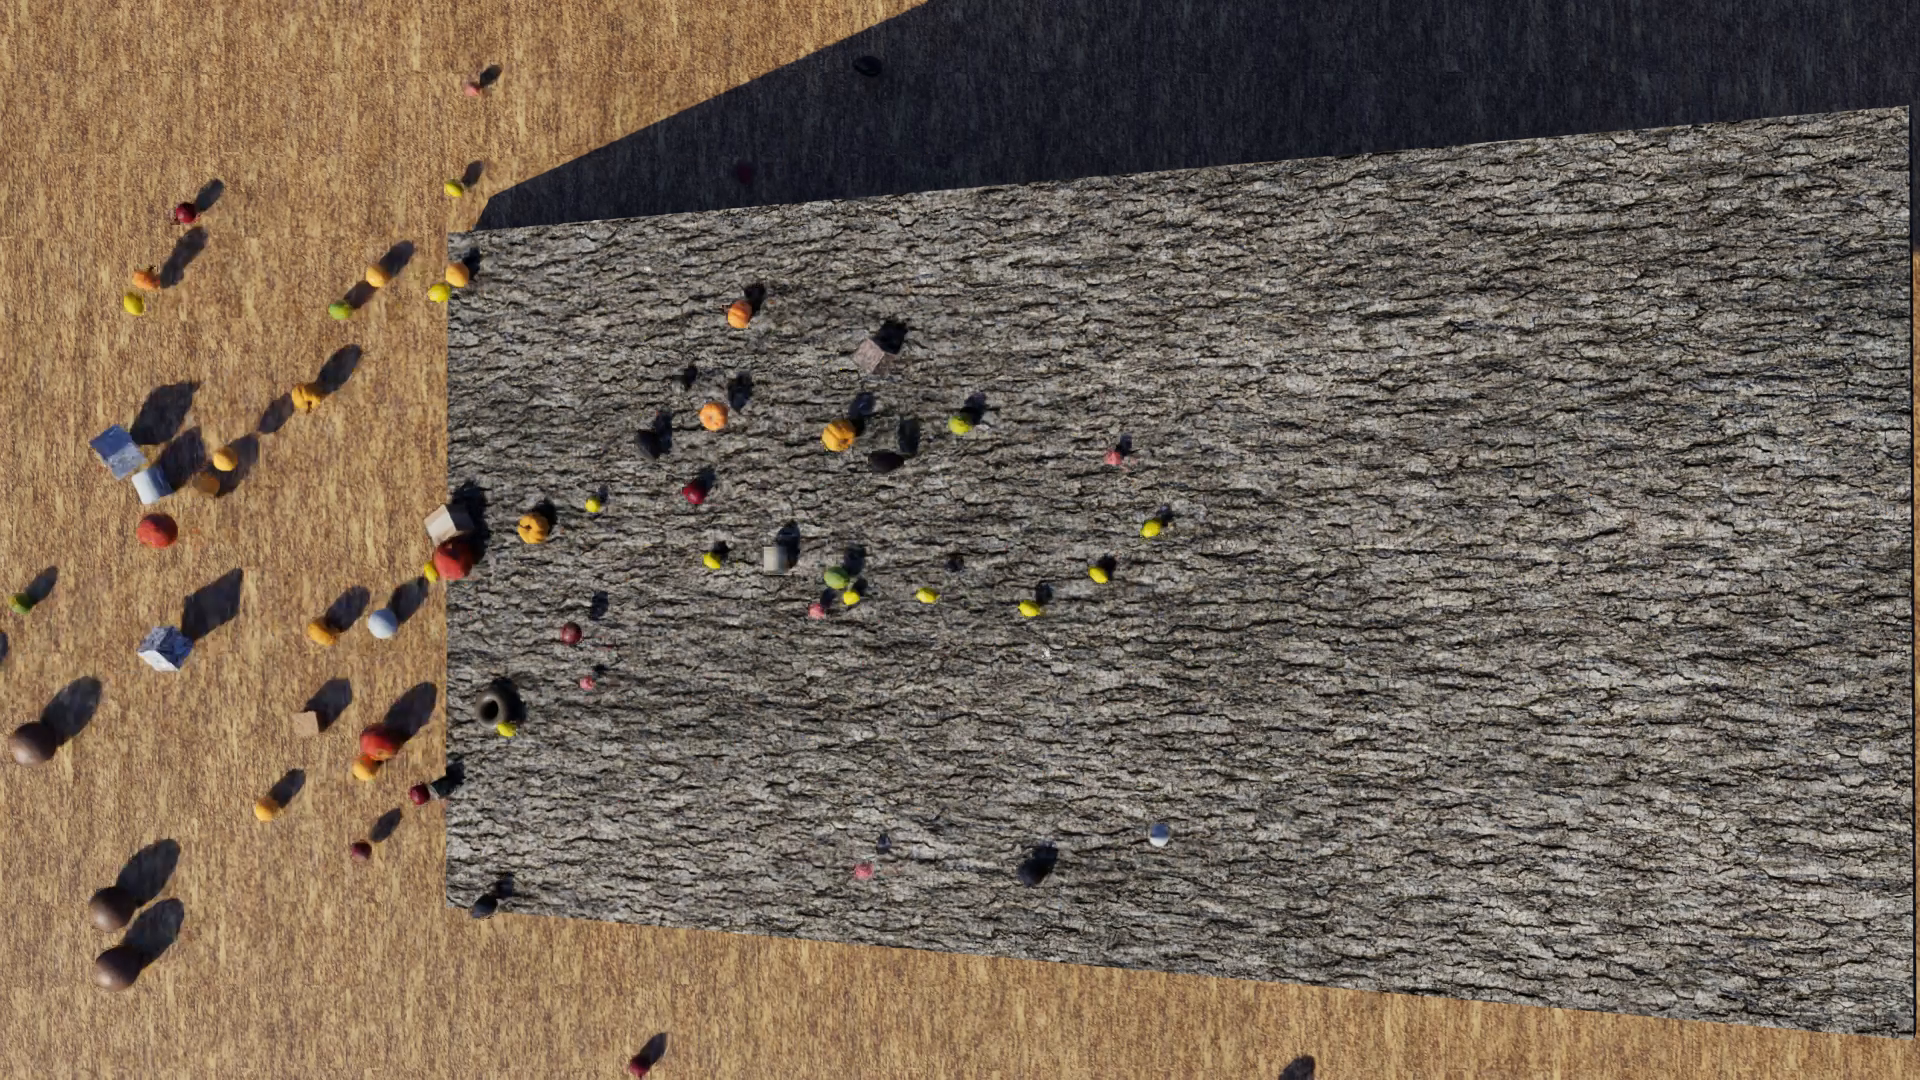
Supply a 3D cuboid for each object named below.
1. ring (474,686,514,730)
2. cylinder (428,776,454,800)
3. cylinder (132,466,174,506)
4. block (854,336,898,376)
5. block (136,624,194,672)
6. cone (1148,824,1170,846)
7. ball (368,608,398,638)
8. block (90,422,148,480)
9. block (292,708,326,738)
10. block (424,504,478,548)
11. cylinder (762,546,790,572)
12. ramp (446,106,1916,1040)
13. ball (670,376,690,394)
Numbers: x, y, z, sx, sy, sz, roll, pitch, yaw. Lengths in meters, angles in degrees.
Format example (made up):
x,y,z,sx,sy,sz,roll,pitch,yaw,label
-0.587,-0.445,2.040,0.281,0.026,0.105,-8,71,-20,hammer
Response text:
x,y,z,sx,sy,sz,roll,pitch,yaw,label
-1.360,0.492,6.418,0.130,0.043,0.130,-1,87,27,ring
-1.530,0.732,6.476,0.054,0.054,0.054,-24,89,-39,cylinder
-2.413,-0.162,6.570,0.092,0.092,0.092,-23,94,0,cylinder
-0.224,-0.487,5.830,0.071,0.071,0.071,42,108,21,block
-2.359,0.322,6.530,0.096,0.096,0.096,-7,47,36,block
0.482,0.736,5.462,0.057,0.057,0.057,0,89,27,cone
-1.723,0.249,6.573,0.090,0.090,0.090,0,89,0,ball
-2.502,-0.264,6.541,0.098,0.098,0.098,-40,58,-17,block
-1.949,0.548,6.580,0.069,0.069,0.069,-10,89,0,block
-1.499,-0.041,6.468,0.091,0.091,0.091,-34,75,23,block
-0.499,0.052,5.964,0.069,0.069,0.069,-2,86,0,cylinder
0.278,0.079,5.662,4.000,0.100,2.000,0,89,27,ramp
-0.779,-0.431,6.124,0.052,0.052,0.052,0,89,0,ball
